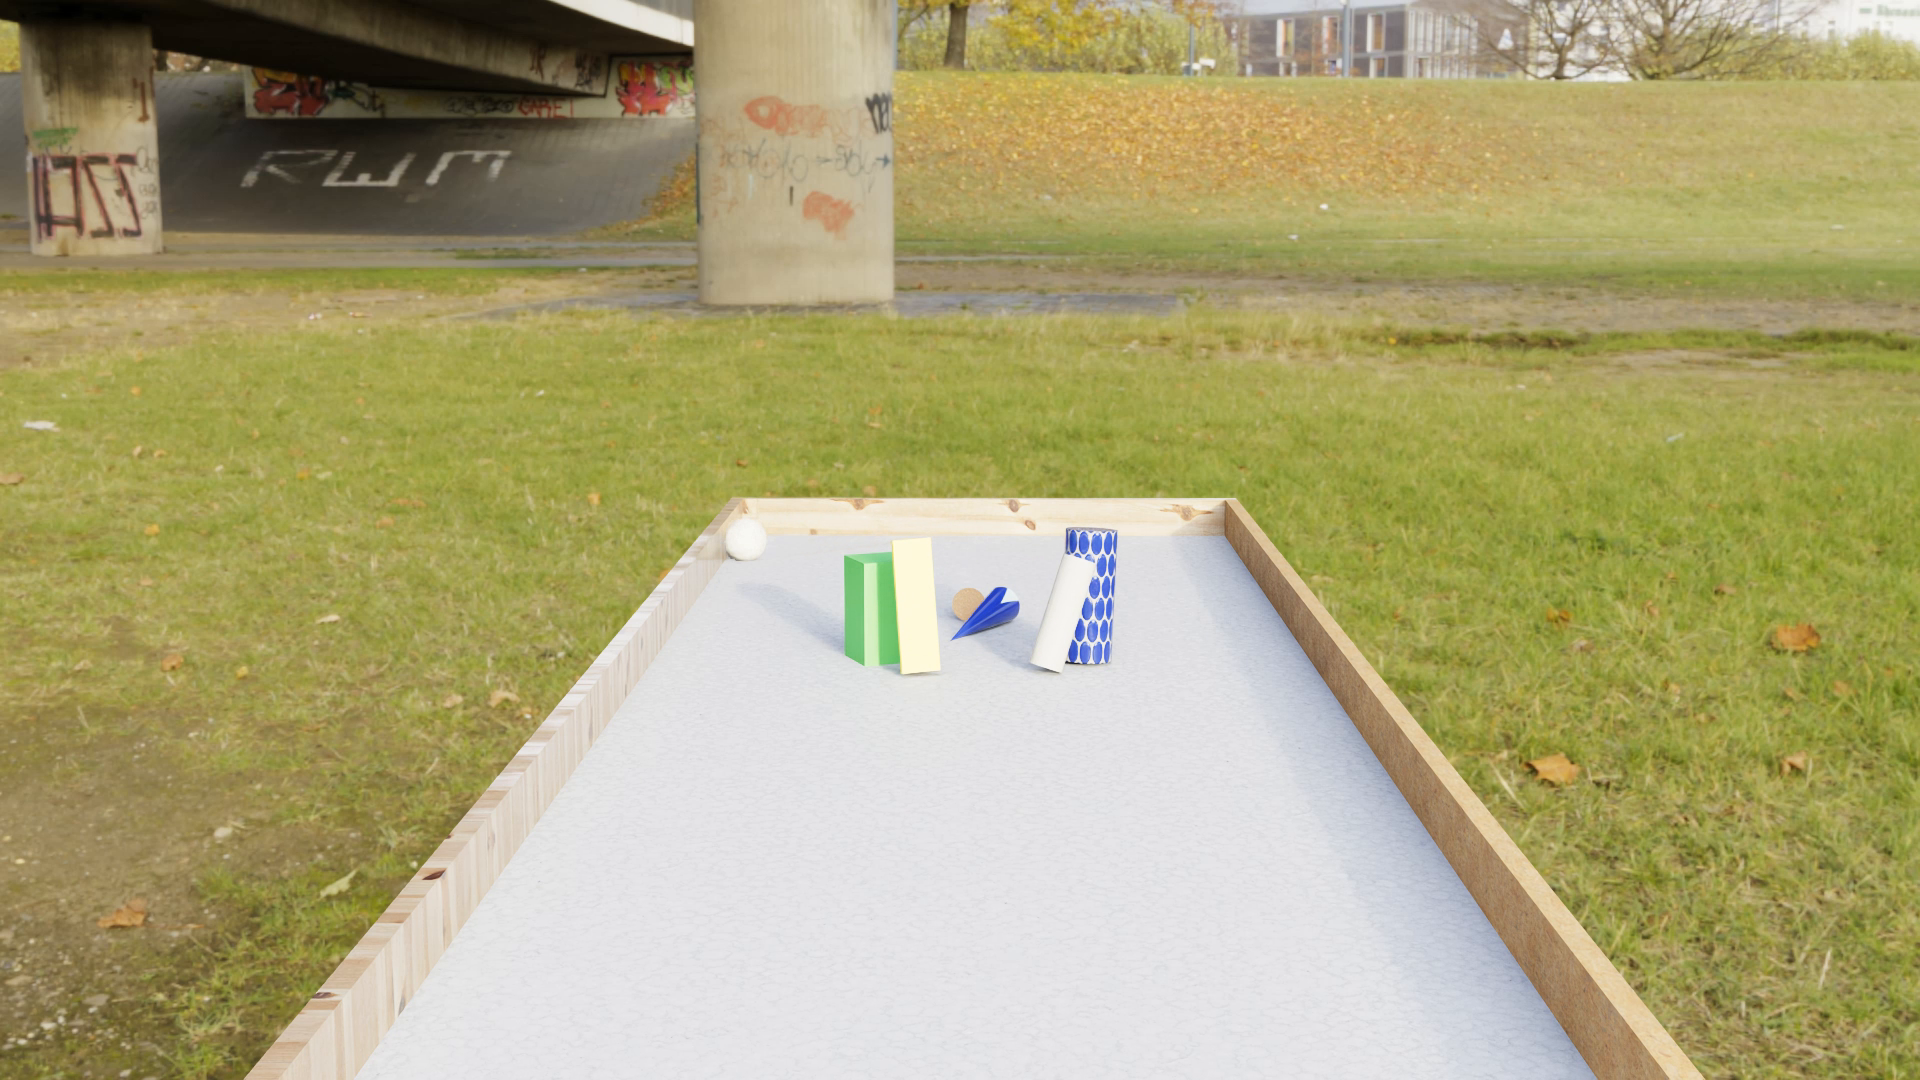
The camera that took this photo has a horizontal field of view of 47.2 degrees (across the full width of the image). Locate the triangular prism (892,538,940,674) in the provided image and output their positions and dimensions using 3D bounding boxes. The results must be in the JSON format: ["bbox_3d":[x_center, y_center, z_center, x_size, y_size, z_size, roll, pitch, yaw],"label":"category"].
[{"bbox_3d":[-0.142,0.193,6.510,0.119,0.391,0.103,-5,1,-15],"label":"triangular prism"}]

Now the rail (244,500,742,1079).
[{"bbox_3d":[-1.004,0.839,3.234,0.050,0.150,12.000,0,9,1],"label":"rail"}]

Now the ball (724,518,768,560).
[{"bbox_3d":[-0.827,-0.003,8.499,0.166,0.166,0.166,0,9,0],"label":"ball"}]

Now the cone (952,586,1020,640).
[{"bbox_3d":[0.056,0.267,7.133,0.123,0.123,0.363,5,20,29],"label":"cone"}]

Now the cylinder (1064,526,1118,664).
[{"bbox_3d":[0.389,0.165,6.658,0.159,0.398,0.159,2,5,0],"label":"cylinder"}]

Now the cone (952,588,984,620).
[{"bbox_3d":[0.031,0.214,7.485,0.111,0.111,0.364,0,0,0],"label":"cone"}]

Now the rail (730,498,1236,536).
[{"bbox_3d":[0.099,-0.098,9.147,2.100,0.150,0.050,0,9,1],"label":"rail"}]

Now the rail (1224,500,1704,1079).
[{"bbox_3d":[1.046,0.843,3.208,0.050,0.150,12.000,0,9,1],"label":"rail"}]

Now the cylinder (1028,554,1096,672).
[{"bbox_3d":[0.304,0.217,6.518,0.104,0.337,0.104,18,-2,1],"label":"cylinder"}]

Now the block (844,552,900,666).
[{"bbox_3d":[-0.239,0.208,6.699,0.175,0.313,0.175,-4,10,-23],"label":"block"}]
